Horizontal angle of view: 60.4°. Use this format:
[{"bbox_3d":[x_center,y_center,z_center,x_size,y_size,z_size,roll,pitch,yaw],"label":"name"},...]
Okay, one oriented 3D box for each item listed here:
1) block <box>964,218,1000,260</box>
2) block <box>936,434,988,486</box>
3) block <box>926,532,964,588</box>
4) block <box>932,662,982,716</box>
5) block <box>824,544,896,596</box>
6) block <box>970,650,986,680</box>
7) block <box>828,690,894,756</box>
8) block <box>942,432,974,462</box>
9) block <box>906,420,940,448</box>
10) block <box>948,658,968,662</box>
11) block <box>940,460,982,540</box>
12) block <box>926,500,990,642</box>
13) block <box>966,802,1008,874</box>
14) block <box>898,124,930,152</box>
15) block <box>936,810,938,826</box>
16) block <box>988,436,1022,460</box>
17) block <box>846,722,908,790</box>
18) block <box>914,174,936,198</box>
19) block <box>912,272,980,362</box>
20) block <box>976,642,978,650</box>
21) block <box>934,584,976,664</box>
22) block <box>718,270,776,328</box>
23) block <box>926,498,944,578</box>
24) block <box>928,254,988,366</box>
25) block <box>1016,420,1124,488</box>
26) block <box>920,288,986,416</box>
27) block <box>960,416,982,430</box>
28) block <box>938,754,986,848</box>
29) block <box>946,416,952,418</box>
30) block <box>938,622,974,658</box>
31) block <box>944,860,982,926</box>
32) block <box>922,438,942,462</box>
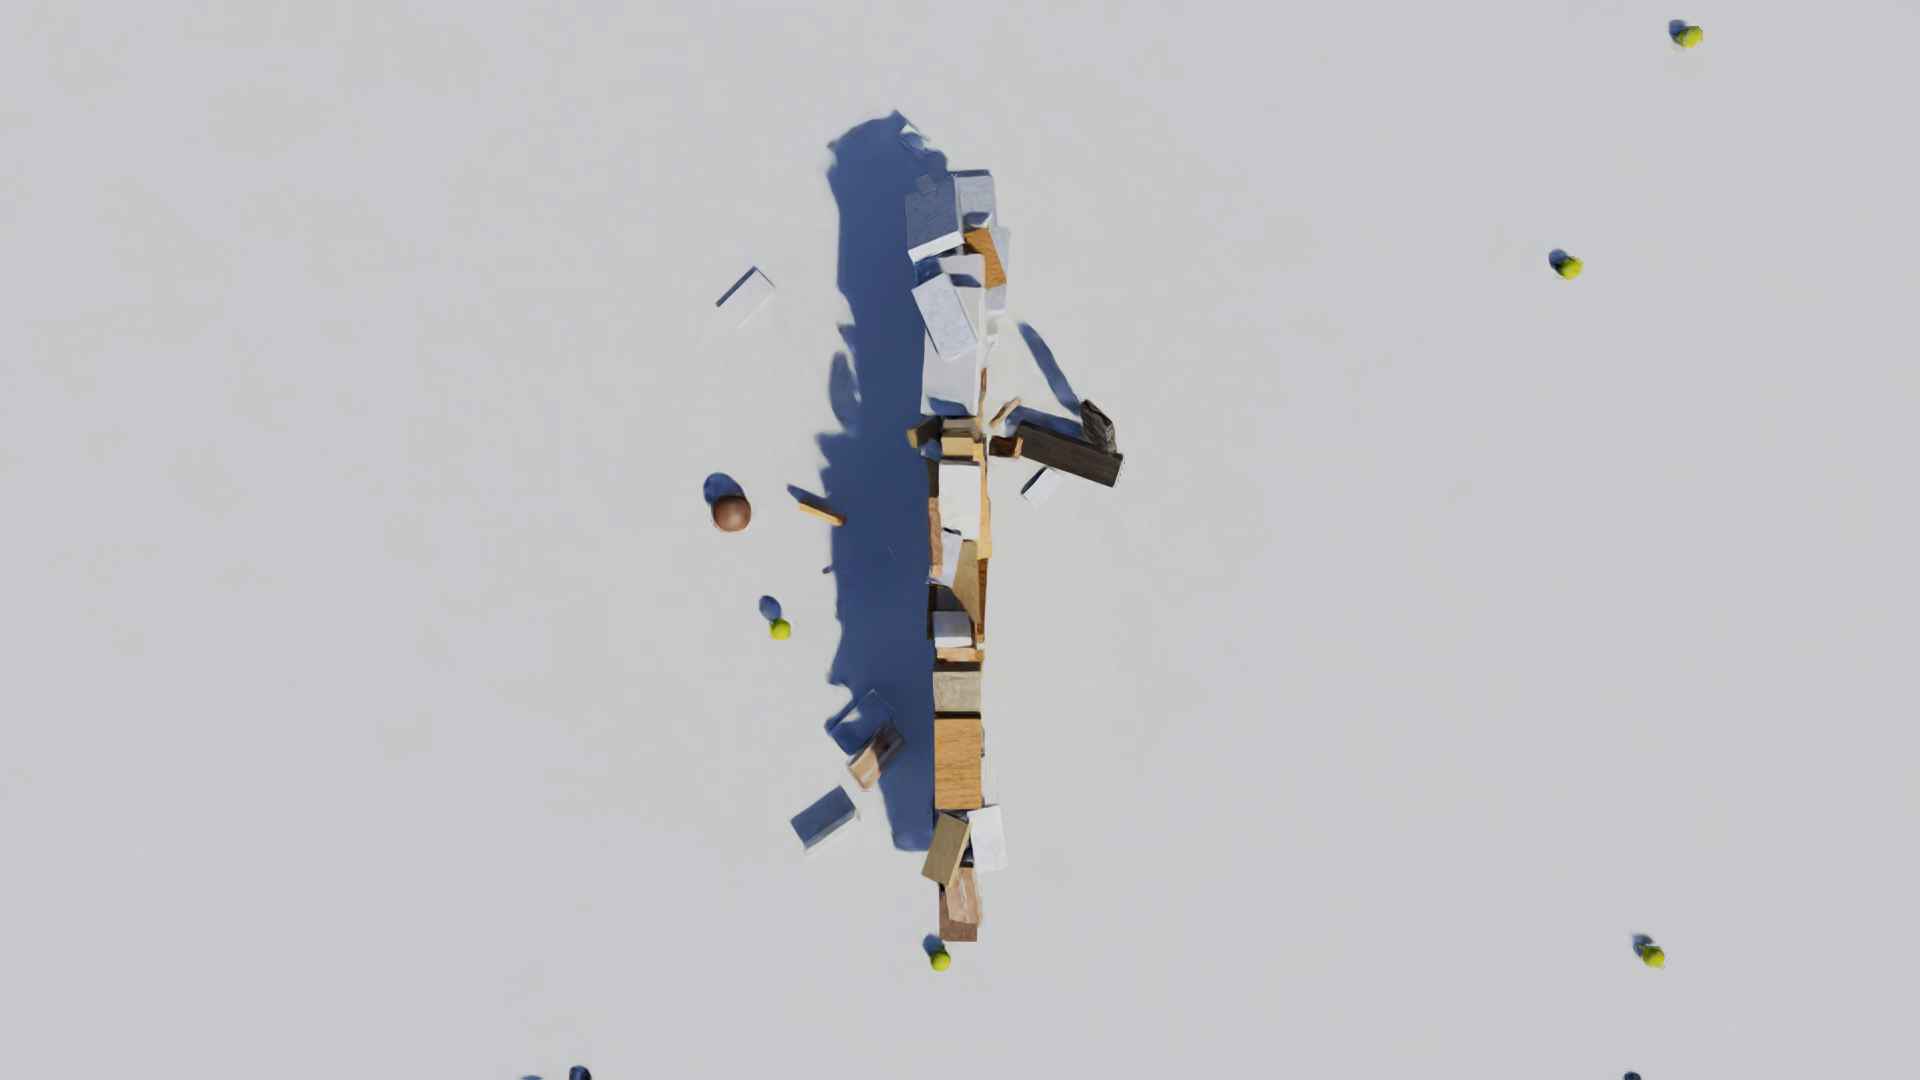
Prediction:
[{"bbox_3d":[0.067,-0.907,5.058,0.090,0.026,0.181,-7,71,-2],"label":"block"},{"bbox_3d":[-0.002,-0.153,5.146,0.176,0.050,0.352,-1,87,0],"label":"block"},{"bbox_3d":[-0.046,0.056,4.965,0.079,0.022,0.158,13,77,-3],"label":"block"},{"bbox_3d":[-0.004,0.537,4.894,0.136,0.039,0.438,-1,129,1],"label":"block"},{"bbox_3d":[-0.330,0.098,5.489,0.232,0.022,0.079,-27,90,0],"label":"block"},{"bbox_3d":[0.034,0.388,4.912,0.063,0.018,0.127,4,73,16],"label":"block"},{"bbox_3d":[-0.328,0.610,5.482,0.210,0.030,0.105,-45,86,0],"label":"block"},{"bbox_3d":[-0.006,-0.245,4.956,0.091,0.026,0.182,1,134,4],"label":"block"},{"bbox_3d":[-0.112,-0.327,5.079,0.114,0.016,0.057,-29,105,-44],"label":"block"},{"bbox_3d":[-0.005,0.381,4.804,0.061,0.017,0.121,-2,129,2],"label":"block"},{"bbox_3d":[0.000,-0.120,4.962,0.123,0.035,0.247,3,118,4],"label":"block"},{"bbox_3d":[-0.002,0.090,5.150,0.176,0.050,0.488,2,58,2],"label":"block"},{"bbox_3d":[0.080,0.884,4.890,0.097,0.028,0.194,-10,100,-8],"label":"block"},{"bbox_3d":[-0.149,-1.322,5.429,0.094,0.013,0.047,36,118,-10],"label":"block"},{"bbox_3d":[-0.005,0.700,5.079,0.134,0.038,0.368,0,64,0],"label":"block"},{"bbox_3d":[0.142,-0.293,5.222,0.018,0.208,0.065,11,91,-23],"label":"block"},{"bbox_3d":[-0.272,0.707,5.410,0.210,0.030,0.105,-46,116,-29],"label":"block"},{"bbox_3d":[-0.109,-1.114,5.180,0.047,0.095,0.013,-26,132,4],"label":"block"},{"bbox_3d":[-0.043,-0.663,4.896,0.117,0.033,0.235,-26,81,18],"label":"block"},{"bbox_3d":[-0.001,0.255,5.125,0.109,0.031,0.219,0,72,0],"label":"block"},{"bbox_3d":[-0.011,0.241,4.993,0.123,0.035,0.401,1,75,1],"label":"block"},{"bbox_3d":[-0.707,-0.801,5.487,0.181,0.026,0.090,-45,90,0],"label":"block"},{"bbox_3d":[-0.074,-0.006,4.898,0.030,0.107,0.214,-2,69,-5],"label":"block"},{"bbox_3d":[-0.007,-0.686,4.976,0.167,0.047,0.334,-2,89,20],"label":"block"},{"bbox_3d":[0.353,-0.284,5.429,0.357,0.033,0.117,20,130,7],"label":"block"},{"bbox_3d":[-0.020,-0.562,4.930,0.167,0.047,0.380,4,91,20],"label":"block"},{"bbox_3d":[0.032,-0.350,4.957,0.065,0.131,0.018,4,85,0],"label":"block"},{"bbox_3d":[0.006,0.777,4.917,0.136,0.039,0.273,1,93,-1],"label":"block"},{"bbox_3d":[-0.007,-0.323,5.119,0.076,0.021,0.206,-1,86,0],"label":"block"},{"bbox_3d":[-0.011,0.291,4.834,0.107,0.214,0.030,0,108,1],"label":"block"},{"bbox_3d":[0.007,1.050,4.927,0.097,0.028,0.225,6,123,21],"label":"block"},{"bbox_3d":[-0.053,-0.262,5.009,0.114,0.016,0.057,25,103,-2],"label":"block"}]
